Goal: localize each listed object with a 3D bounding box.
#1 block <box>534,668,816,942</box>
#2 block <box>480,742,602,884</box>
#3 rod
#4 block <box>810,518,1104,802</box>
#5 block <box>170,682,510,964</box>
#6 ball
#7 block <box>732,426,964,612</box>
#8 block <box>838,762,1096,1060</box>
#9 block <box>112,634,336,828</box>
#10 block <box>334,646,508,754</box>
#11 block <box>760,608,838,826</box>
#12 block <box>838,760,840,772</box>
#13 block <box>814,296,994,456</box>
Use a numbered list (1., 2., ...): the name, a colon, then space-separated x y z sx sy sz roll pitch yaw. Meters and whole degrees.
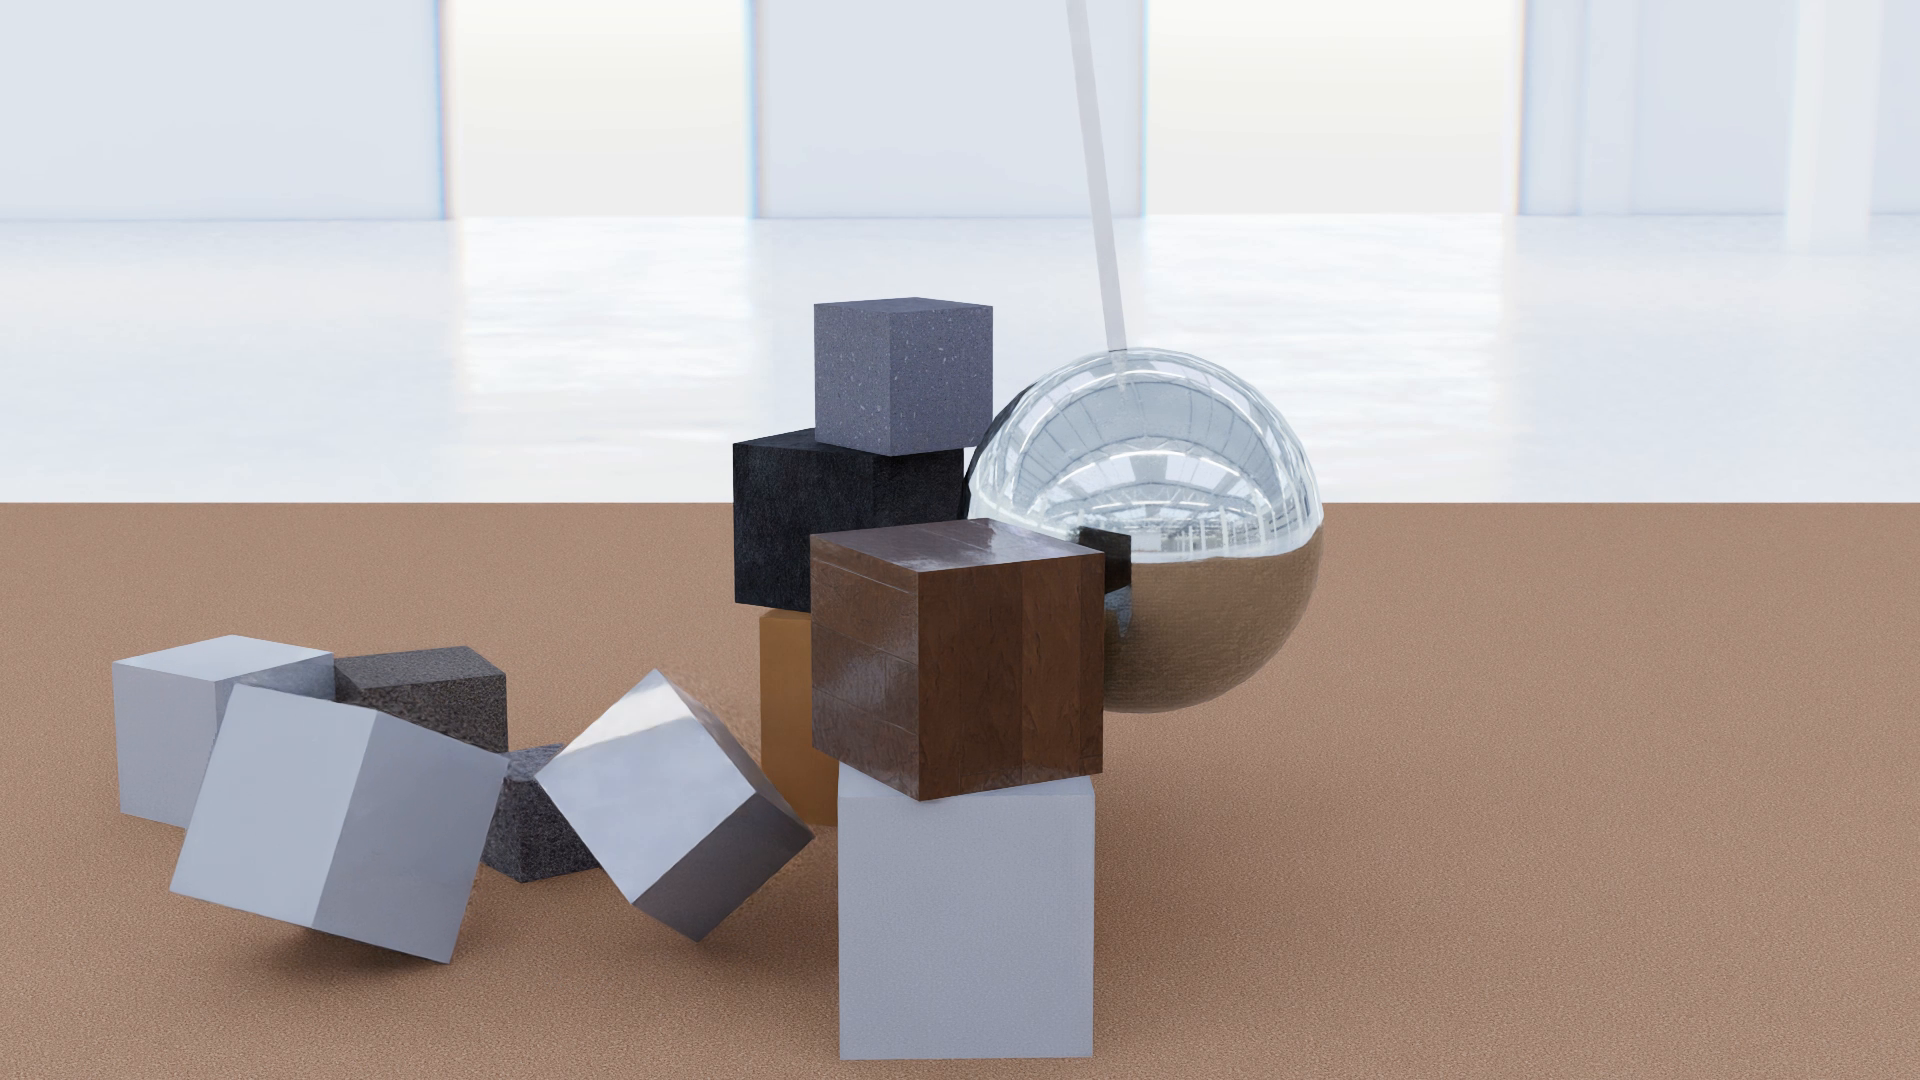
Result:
1. block: -1.144 1.079 10.365 0.709 0.647 0.684 47 -2 27
2. block: -1.883 1.223 11.559 0.476 0.459 0.489 -8 13 -36
3. rod: 0.339 -3.359 10.570 0.080 5.200 0.080 -7 10 1
4. block: -0.020 0.416 9.500 0.765 0.821 0.852 -6 12 -29
5. block: -2.465 1.132 10.235 0.804 0.849 0.787 7 -14 33
6. ball: 0.781 -0.042 11.173 1.600 1.600 1.600 0 10 0
7. block: -0.533 -0.100 12.414 0.812 0.776 0.785 6 12 32
8. block: 0.009 1.304 9.650 0.913 0.981 0.960 0 10 -2
9. block: -3.536 0.928 12.382 0.726 0.744 0.727 7 12 33
10. block: -2.629 0.946 12.455 0.694 0.682 0.693 -5 11 -26
11. block: -0.332 0.790 12.456 1.005 0.989 0.961 3 11 15
12. block: -0.011 1.171 10.575 0.945 0.912 0.860 0 10 -1
13. block: -0.269 -0.787 12.174 0.599 0.659 0.617 -8 13 -37
